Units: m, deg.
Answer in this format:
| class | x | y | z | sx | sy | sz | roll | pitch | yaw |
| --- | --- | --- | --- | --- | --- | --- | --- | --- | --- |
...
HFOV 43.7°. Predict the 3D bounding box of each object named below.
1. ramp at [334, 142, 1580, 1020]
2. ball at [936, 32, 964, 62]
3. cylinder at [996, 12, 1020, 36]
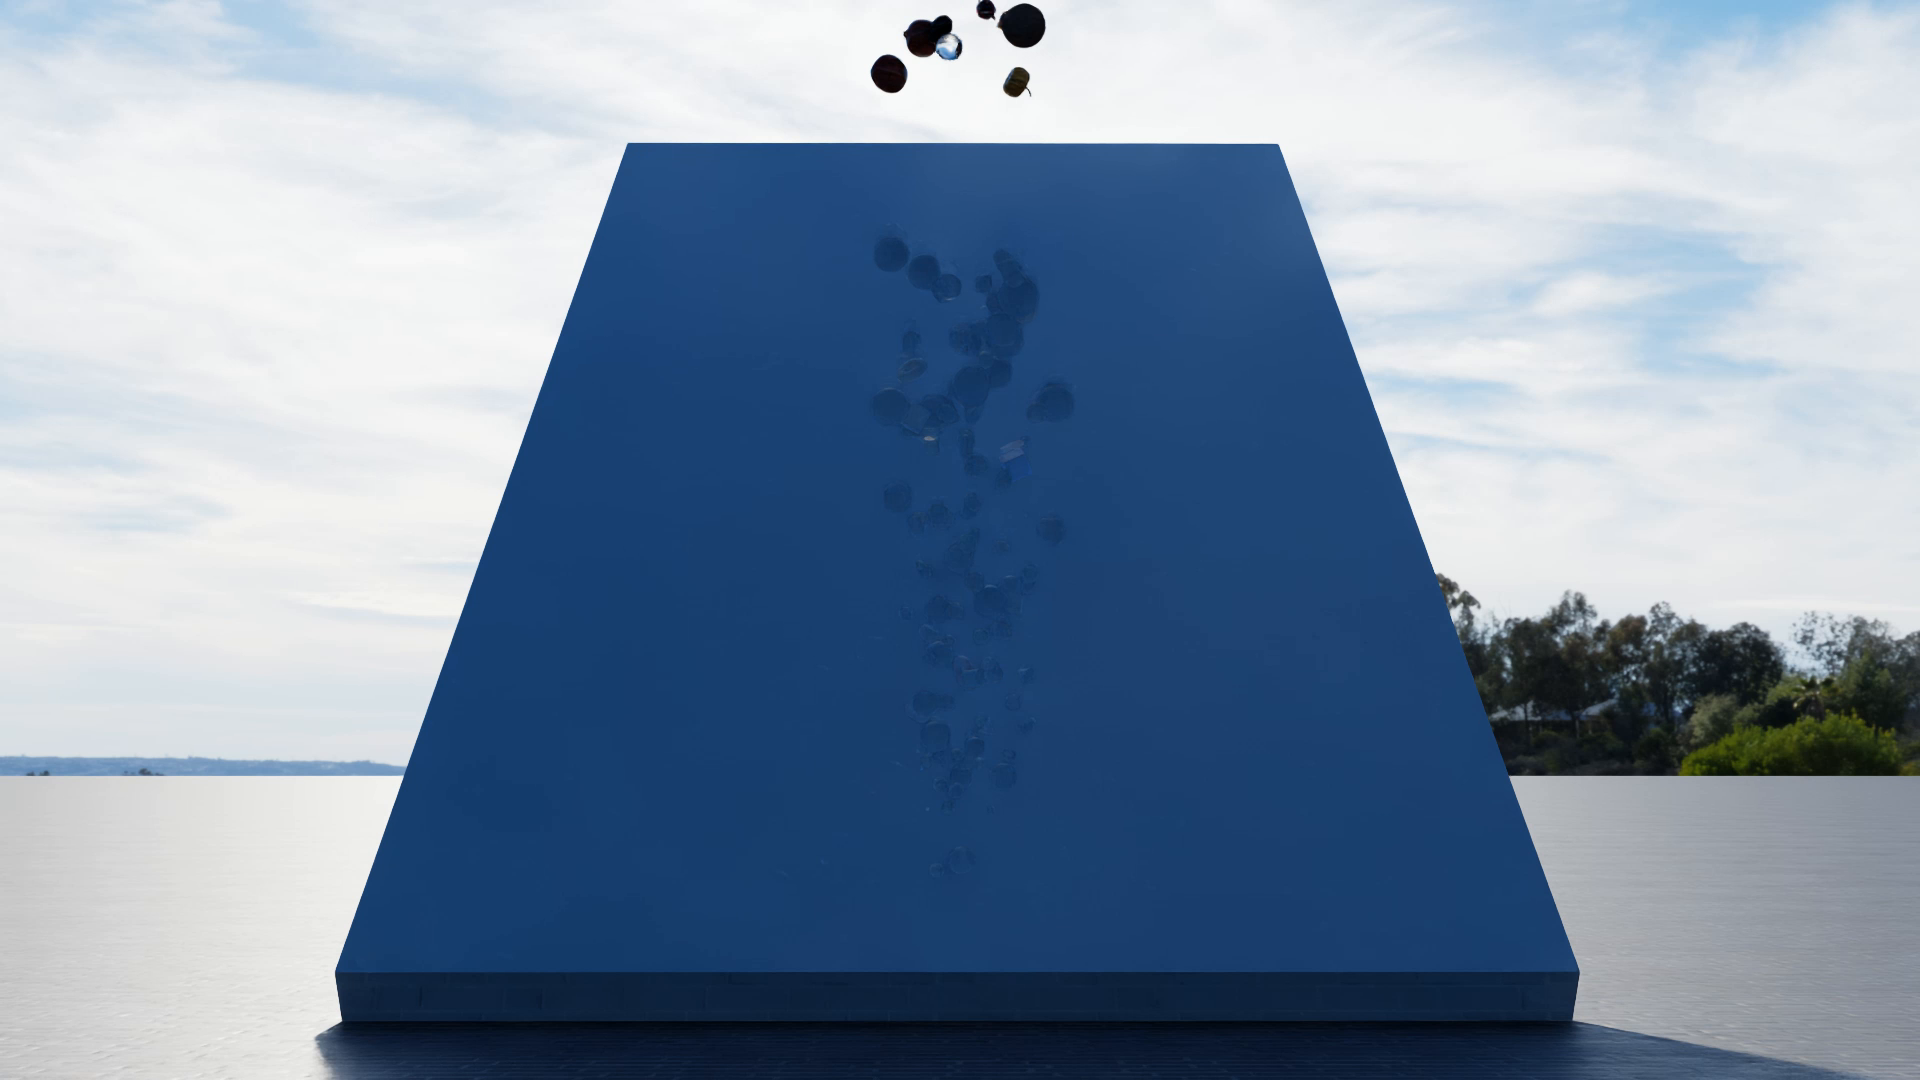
| class | x | y | z | sx | sy | sz | roll | pitch | yaw |
| --- | --- | --- | --- | --- | --- | --- | --- | --- | --- |
| ramp | -0.012 | -0.219 | 5.624 | 2.000 | 0.100 | 4.000 | 0 | 29 | 0 |
| ball | -0.031 | -1.448 | 7.033 | 0.082 | 0.082 | 0.082 | 0 | -5 | 0 |
| cylinder | 0.144 | -1.558 | 7.220 | 0.055 | 0.055 | 0.055 | 23 | 1 | 0 |
